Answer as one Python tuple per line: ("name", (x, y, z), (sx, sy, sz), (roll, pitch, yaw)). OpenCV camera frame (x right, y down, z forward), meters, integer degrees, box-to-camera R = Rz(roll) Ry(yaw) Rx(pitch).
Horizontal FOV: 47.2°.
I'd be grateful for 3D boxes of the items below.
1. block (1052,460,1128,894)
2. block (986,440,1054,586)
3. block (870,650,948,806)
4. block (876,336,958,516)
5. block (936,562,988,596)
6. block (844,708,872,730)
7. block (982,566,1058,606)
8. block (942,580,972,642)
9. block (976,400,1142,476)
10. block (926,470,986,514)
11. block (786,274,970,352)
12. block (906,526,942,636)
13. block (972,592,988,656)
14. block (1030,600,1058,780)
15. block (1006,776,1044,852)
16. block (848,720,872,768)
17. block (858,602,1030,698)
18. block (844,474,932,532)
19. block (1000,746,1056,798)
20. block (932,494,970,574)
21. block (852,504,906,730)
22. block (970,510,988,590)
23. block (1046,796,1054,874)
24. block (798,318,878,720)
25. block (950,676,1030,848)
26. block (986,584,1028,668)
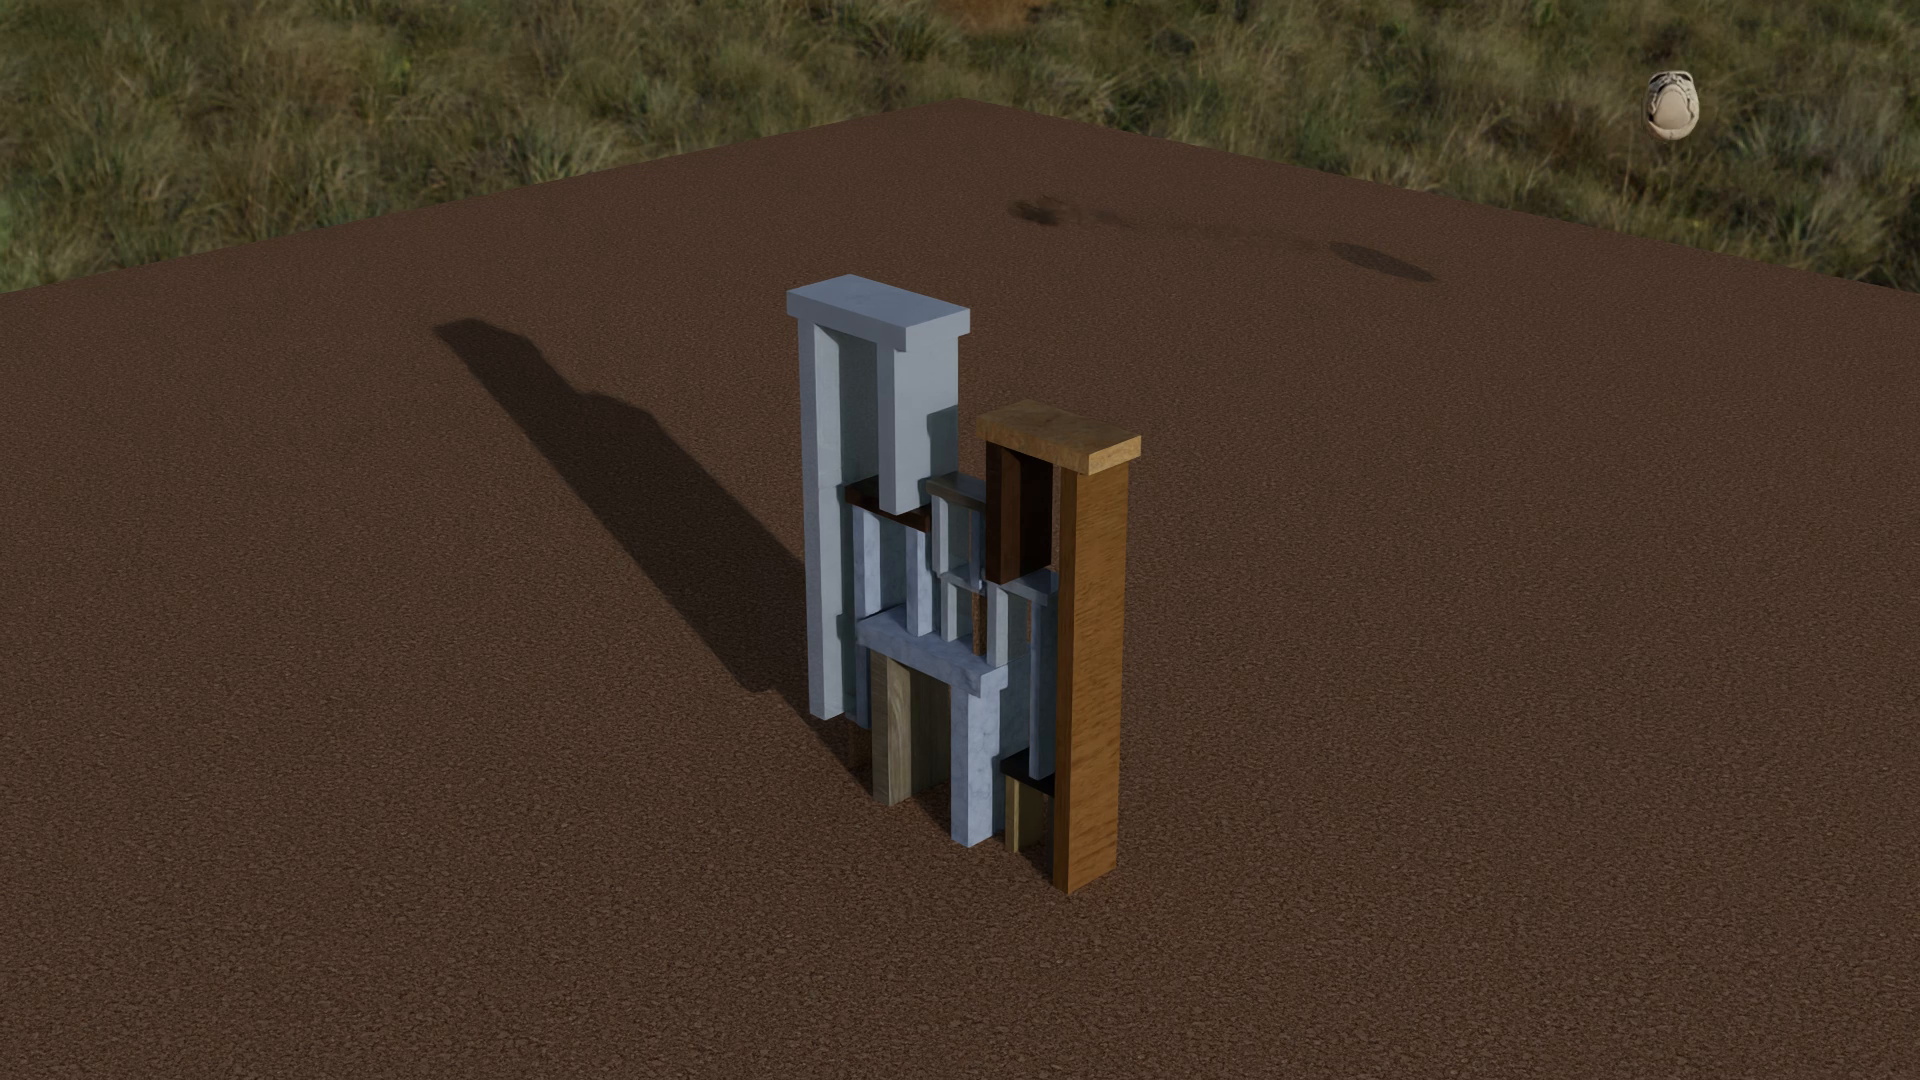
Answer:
("block", (0.240, 0.252, 4.065), (0.039, 0.860, 0.138), (21, 31, 41))
("block", (0.110, -0.067, 4.070), (0.138, 0.275, 0.039), (-21, 31, -40))
("block", (-0.101, 0.357, 4.484), (0.048, 0.341, 0.171), (21, 31, 41))
("block", (-0.080, -0.230, 4.210), (0.047, 0.335, 0.167), (21, 31, 41))
("block", (0.024, 0.072, 4.237), (0.131, 0.018, 0.065), (21, 31, 41))
("block", (-0.182, 0.371, 4.582), (0.111, 0.016, 0.055), (21, 31, 41))
("block", (0.131, 0.076, 4.115), (0.085, 0.024, 0.171), (-21, 31, -40))
("block", (-0.007, 0.128, 4.294), (0.018, 0.130, 0.065), (21, 31, 41))
("block", (0.175, -0.187, 3.949), (0.138, 0.039, 0.275), (-21, 31, -41))
("block", (0.020, -0.091, 4.162), (0.079, 0.022, 0.158), (-21, 31, -41))
("block", (-0.159, -0.437, 4.208), (0.335, 0.047, 0.167), (21, 31, 41))
("block", (-0.053, 0.065, 4.317), (0.032, 0.229, 0.114), (21, 31, 41))
("block", (0.055, 0.152, 4.237), (0.018, 0.130, 0.065), (21, 31, 41))
("block", (0.171, 0.274, 4.155), (0.024, 0.370, 0.086), (21, 31, 41))
("block", (0.127, 0.523, 4.315), (0.024, 0.167, 0.083), (21, 31, 41))
("block", (-0.208, 0.419, 4.631), (0.016, 0.111, 0.055), (21, 31, 41))
("block", (-0.021, 0.209, 4.334), (0.341, 0.048, 0.171), (21, 31, 41))
("block", (-0.107, -0.076, 4.316), (0.229, 0.032, 0.114), (21, 31, 41))
("block", (0.166, 0.451, 4.241), (0.166, 0.024, 0.083), (21, 31, 41))
("block", (-0.018, -0.022, 4.231), (0.079, 0.158, 0.022), (-21, 31, -41))
("block", (-0.161, 0.144, 4.468), (0.032, 0.492, 0.114), (21, 31, 41))
("block", (0.057, 0.007, 4.163), (0.079, 0.158, 0.022), (-21, 31, -41))
("block", (0.205, 0.554, 4.242), (0.024, 0.166, 0.083), (21, 31, 41))
("block", (-0.238, -0.051, 4.457), (0.047, 0.859, 0.167), (21, 31, 41))
("block", (0.060, 0.419, 4.336), (0.048, 0.341, 0.171), (21, 31, 41))
("block", (0.090, 0.150, 4.191), (0.085, 0.171, 0.024), (-21, 31, -41))
